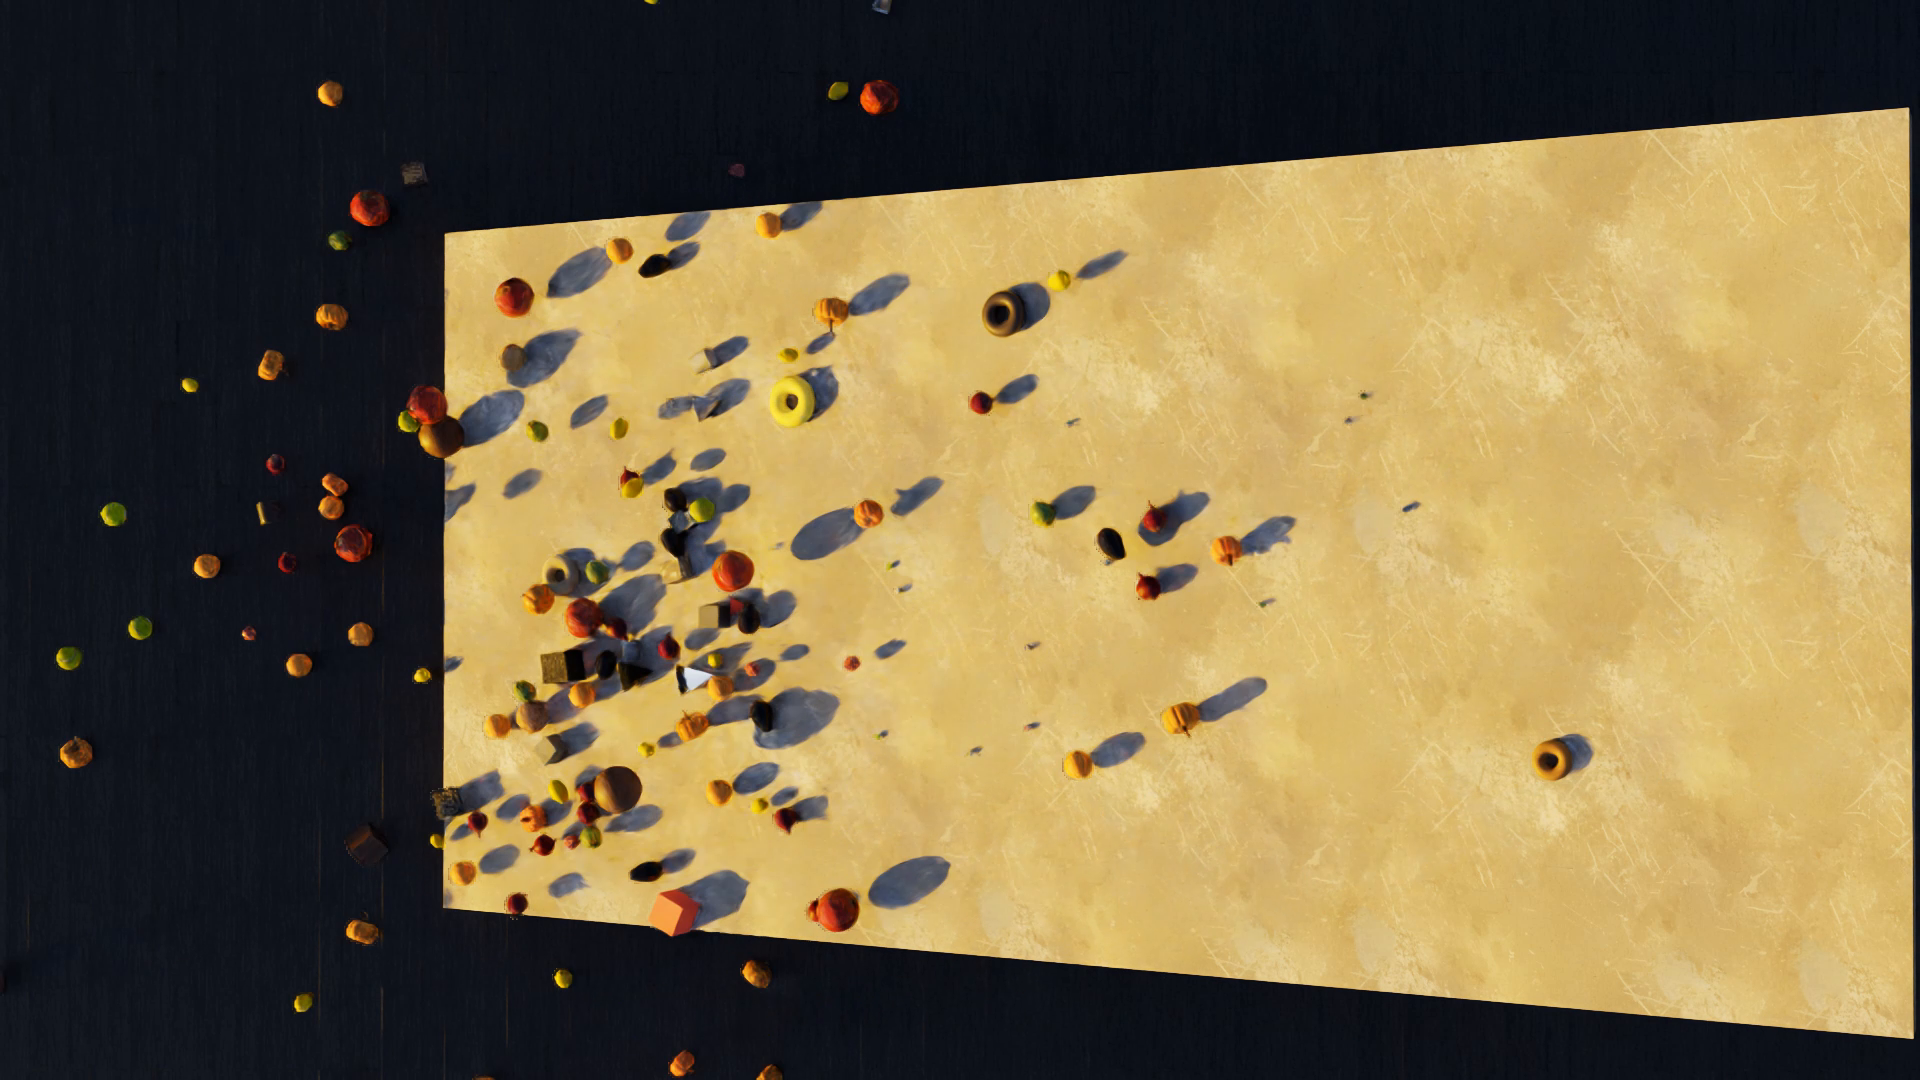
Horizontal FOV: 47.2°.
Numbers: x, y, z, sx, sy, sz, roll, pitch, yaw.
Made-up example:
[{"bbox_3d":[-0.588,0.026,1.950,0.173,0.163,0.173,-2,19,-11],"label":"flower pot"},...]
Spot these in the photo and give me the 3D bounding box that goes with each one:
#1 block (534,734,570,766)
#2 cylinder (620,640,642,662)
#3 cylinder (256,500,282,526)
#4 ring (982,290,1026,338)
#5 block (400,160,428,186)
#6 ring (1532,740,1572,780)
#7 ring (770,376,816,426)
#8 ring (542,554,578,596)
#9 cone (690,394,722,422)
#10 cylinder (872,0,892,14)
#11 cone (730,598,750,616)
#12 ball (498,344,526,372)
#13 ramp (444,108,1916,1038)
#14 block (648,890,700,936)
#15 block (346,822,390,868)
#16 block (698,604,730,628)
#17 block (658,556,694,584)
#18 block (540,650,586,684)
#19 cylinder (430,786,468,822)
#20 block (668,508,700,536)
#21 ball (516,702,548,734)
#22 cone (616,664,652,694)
[{"bbox_3d":[-1.172,0.601,6.303,0.060,0.060,0.060,47,109,19],"label":"block"},{"bbox_3d":[-0.923,0.313,6.175,0.057,0.057,0.057,-7,90,0],"label":"cylinder"},{"bbox_3d":[-2.067,-0.083,6.581,0.063,0.063,0.063,-13,89,0],"label":"cylinder"},{"bbox_3d":[0.113,-0.584,5.680,0.122,0.041,0.122,-2,86,29],"label":"ring"},{"bbox_3d":[-1.637,-1.098,6.596,0.057,0.057,0.057,-15,89,0],"label":"block"},{"bbox_3d":[1.359,0.505,5.047,0.093,0.031,0.093,-1,88,27],"label":"ring"},{"bbox_3d":[-0.454,-0.376,5.961,0.137,0.046,0.137,0,90,26],"label":"ring"},{"bbox_3d":[-1.147,0.102,6.307,0.122,0.041,0.122,0,90,26],"label":"ring"},{"bbox_3d":[-0.694,-0.378,6.085,0.084,0.084,0.084,-20,89,-2],"label":"cone"},{"bbox_3d":[-0.232,-1.616,6.603,0.054,0.054,0.054,13,89,0],"label":"cylinder"},{"bbox_3d":[-0.603,0.183,6.041,0.052,0.052,0.052,1,89,0],"label":"cone"},{"bbox_3d":[-1.296,-0.528,6.368,0.077,0.077,0.077,0,89,0],"label":"ball"},{"bbox_3d":[0.279,0.079,5.668,4.000,0.100,2.000,0,89,27],"label":"ramp"},{"bbox_3d":[-0.792,1.033,6.092,0.088,0.088,0.088,27,101,24],"label":"block"},{"bbox_3d":[-1.759,0.905,6.533,0.081,0.081,0.081,-40,123,-4],"label":"block"},{"bbox_3d":[-0.676,0.210,6.057,0.062,0.062,0.062,0,90,27],"label":"block"},{"bbox_3d":[-0.788,0.085,6.114,0.063,0.063,0.063,-17,82,26],"label":"block"},{"bbox_3d":[-1.133,0.363,6.272,0.085,0.085,0.085,-10,85,26],"label":"block"},{"bbox_3d":[-1.500,0.775,6.452,0.078,0.078,0.078,-26,105,0],"label":"cylinder"},{"bbox_3d":[-0.765,-0.051,6.109,0.053,0.053,0.053,-41,72,20],"label":"block"},{"bbox_3d":[-1.229,0.510,6.316,0.090,0.090,0.090,0,89,0],"label":"ball"},{"bbox_3d":[-0.905,0.376,6.182,0.090,0.090,0.090,-21,89,14],"label":"cone"}]
